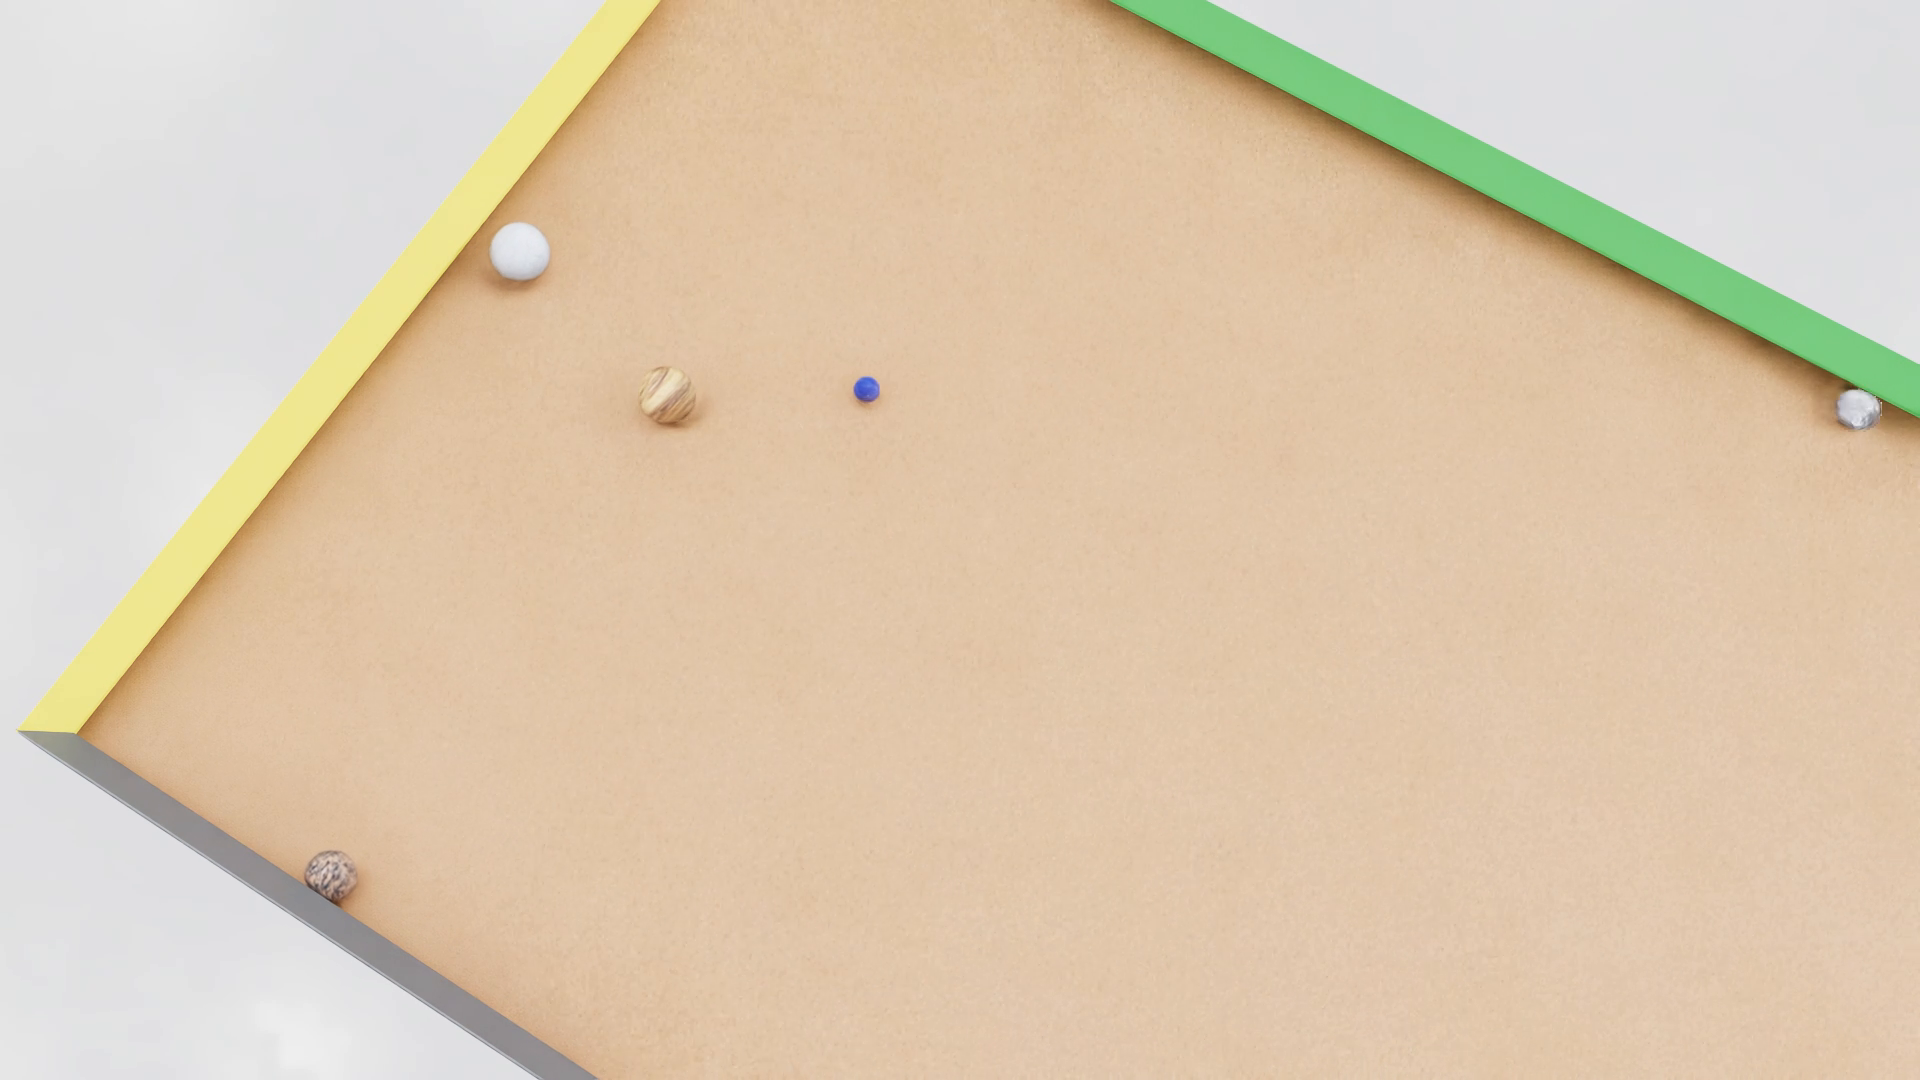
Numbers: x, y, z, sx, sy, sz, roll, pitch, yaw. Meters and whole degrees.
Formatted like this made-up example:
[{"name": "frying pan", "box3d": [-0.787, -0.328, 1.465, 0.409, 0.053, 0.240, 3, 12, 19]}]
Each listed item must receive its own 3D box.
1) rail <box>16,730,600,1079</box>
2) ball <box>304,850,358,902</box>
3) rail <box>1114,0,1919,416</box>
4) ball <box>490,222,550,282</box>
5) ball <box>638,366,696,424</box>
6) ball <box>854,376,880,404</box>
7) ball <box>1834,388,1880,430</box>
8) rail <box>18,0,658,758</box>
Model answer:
[{"name": "rail", "box3d": [0.329, 1.283, 2.939, 4.048, 0.126, 0.045, 30, 72, 11]}, {"name": "ball", "box3d": [-0.936, 0.500, 3.273, 0.077, 0.077, 0.077, 0, 69, 0]}, {"name": "rail", "box3d": [1.390, -0.306, 3.560, 4.048, 0.126, 0.045, 30, 72, 11]}, {"name": "ball", "box3d": [-0.729, -0.477, 3.644, 0.097, 0.097, 0.097, 0, 69, 0]}, {"name": "ball", "box3d": [-0.473, -0.235, 3.552, 0.092, 0.092, 0.092, 0, 69, 0]}, {"name": "ball", "box3d": [-0.151, -0.244, 3.582, 0.043, 0.043, 0.043, 0, 69, 0]}, {"name": "ball", "box3d": [1.451, -0.211, 3.556, 0.067, 0.067, 0.067, 0, 69, 0]}, {"name": "rail", "box3d": [-0.839, -0.495, 3.634, 0.045, 0.126, 2.056, 30, 72, 11]}]
